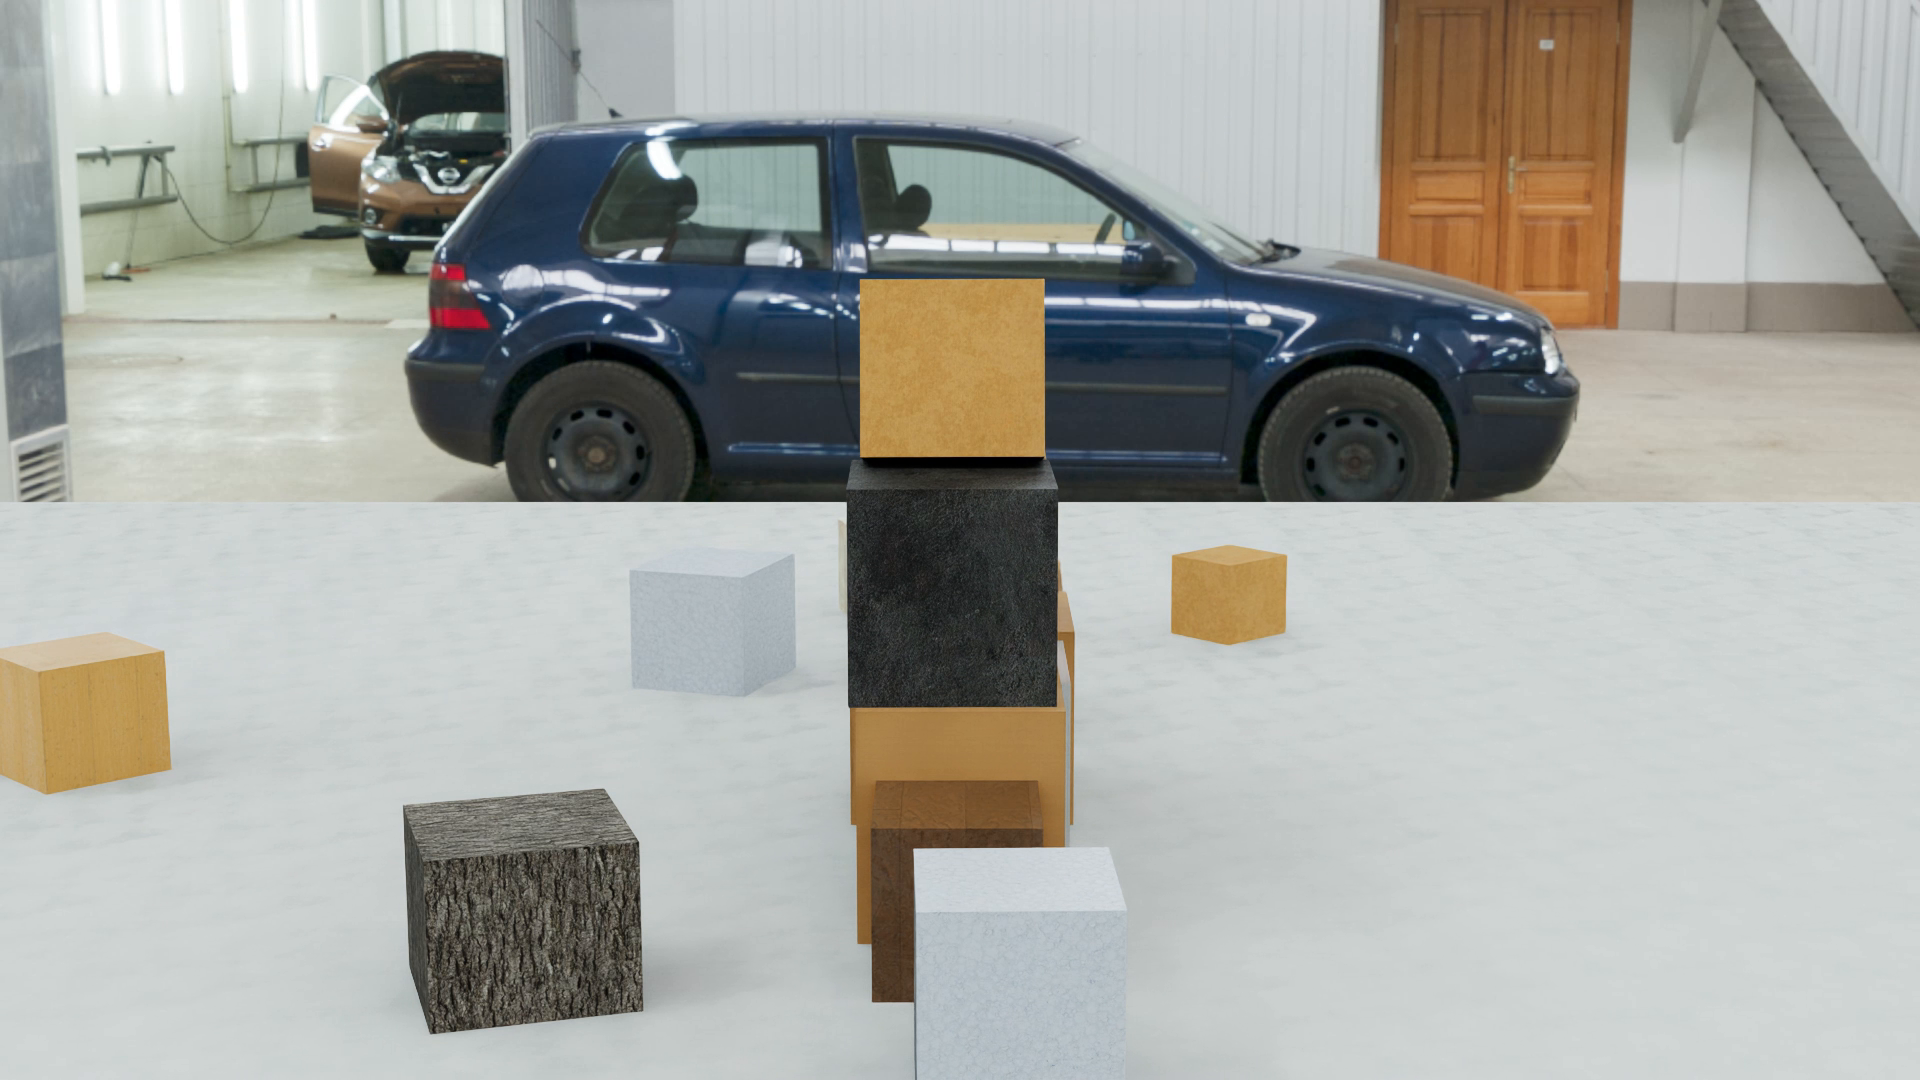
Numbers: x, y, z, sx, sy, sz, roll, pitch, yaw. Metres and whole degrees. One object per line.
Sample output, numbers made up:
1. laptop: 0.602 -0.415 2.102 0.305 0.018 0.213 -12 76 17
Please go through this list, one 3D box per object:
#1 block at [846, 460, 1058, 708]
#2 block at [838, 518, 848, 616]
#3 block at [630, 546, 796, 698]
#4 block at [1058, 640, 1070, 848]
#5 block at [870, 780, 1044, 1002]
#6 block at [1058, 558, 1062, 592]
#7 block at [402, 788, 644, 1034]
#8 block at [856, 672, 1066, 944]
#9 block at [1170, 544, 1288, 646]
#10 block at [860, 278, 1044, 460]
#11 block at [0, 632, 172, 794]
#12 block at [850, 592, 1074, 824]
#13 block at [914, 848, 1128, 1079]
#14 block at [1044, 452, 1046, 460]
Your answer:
1. block: -0.036 0.166 10.692 0.845 0.893 0.799 0 10 -1
2. block: -0.374 0.206 16.733 0.705 0.608 0.765 -2 11 -13
3. block: -1.440 0.467 15.049 0.704 0.697 0.794 3 11 18
4. block: 0.018 0.987 11.631 0.926 0.896 0.864 0 10 0
5. block: -0.012 1.371 10.092 0.652 0.691 0.670 0 10 0
6. block: 0.244 0.525 14.271 0.613 0.571 0.647 1 54 7
7. block: -1.698 1.415 9.918 0.797 0.667 0.772 -3 11 -17
8. block: 0.002 1.099 10.789 0.845 0.977 0.796 0 10 0
9. block: 1.706 0.342 16.273 0.544 0.504 0.487 -9 14 -42
10. block: -0.031 -0.716 11.146 0.772 0.744 0.847 0 0 0
11. block: -4.491 0.868 13.052 0.667 0.622 0.636 -10 14 -43
12. block: 0.009 0.805 12.527 1.053 0.935 0.943 0 10 0
13. block: 0.193 1.546 8.884 0.697 0.779 0.704 0 10 -2
14. block: 0.018 0.097 11.553 0.751 0.843 0.799 0 13 0
